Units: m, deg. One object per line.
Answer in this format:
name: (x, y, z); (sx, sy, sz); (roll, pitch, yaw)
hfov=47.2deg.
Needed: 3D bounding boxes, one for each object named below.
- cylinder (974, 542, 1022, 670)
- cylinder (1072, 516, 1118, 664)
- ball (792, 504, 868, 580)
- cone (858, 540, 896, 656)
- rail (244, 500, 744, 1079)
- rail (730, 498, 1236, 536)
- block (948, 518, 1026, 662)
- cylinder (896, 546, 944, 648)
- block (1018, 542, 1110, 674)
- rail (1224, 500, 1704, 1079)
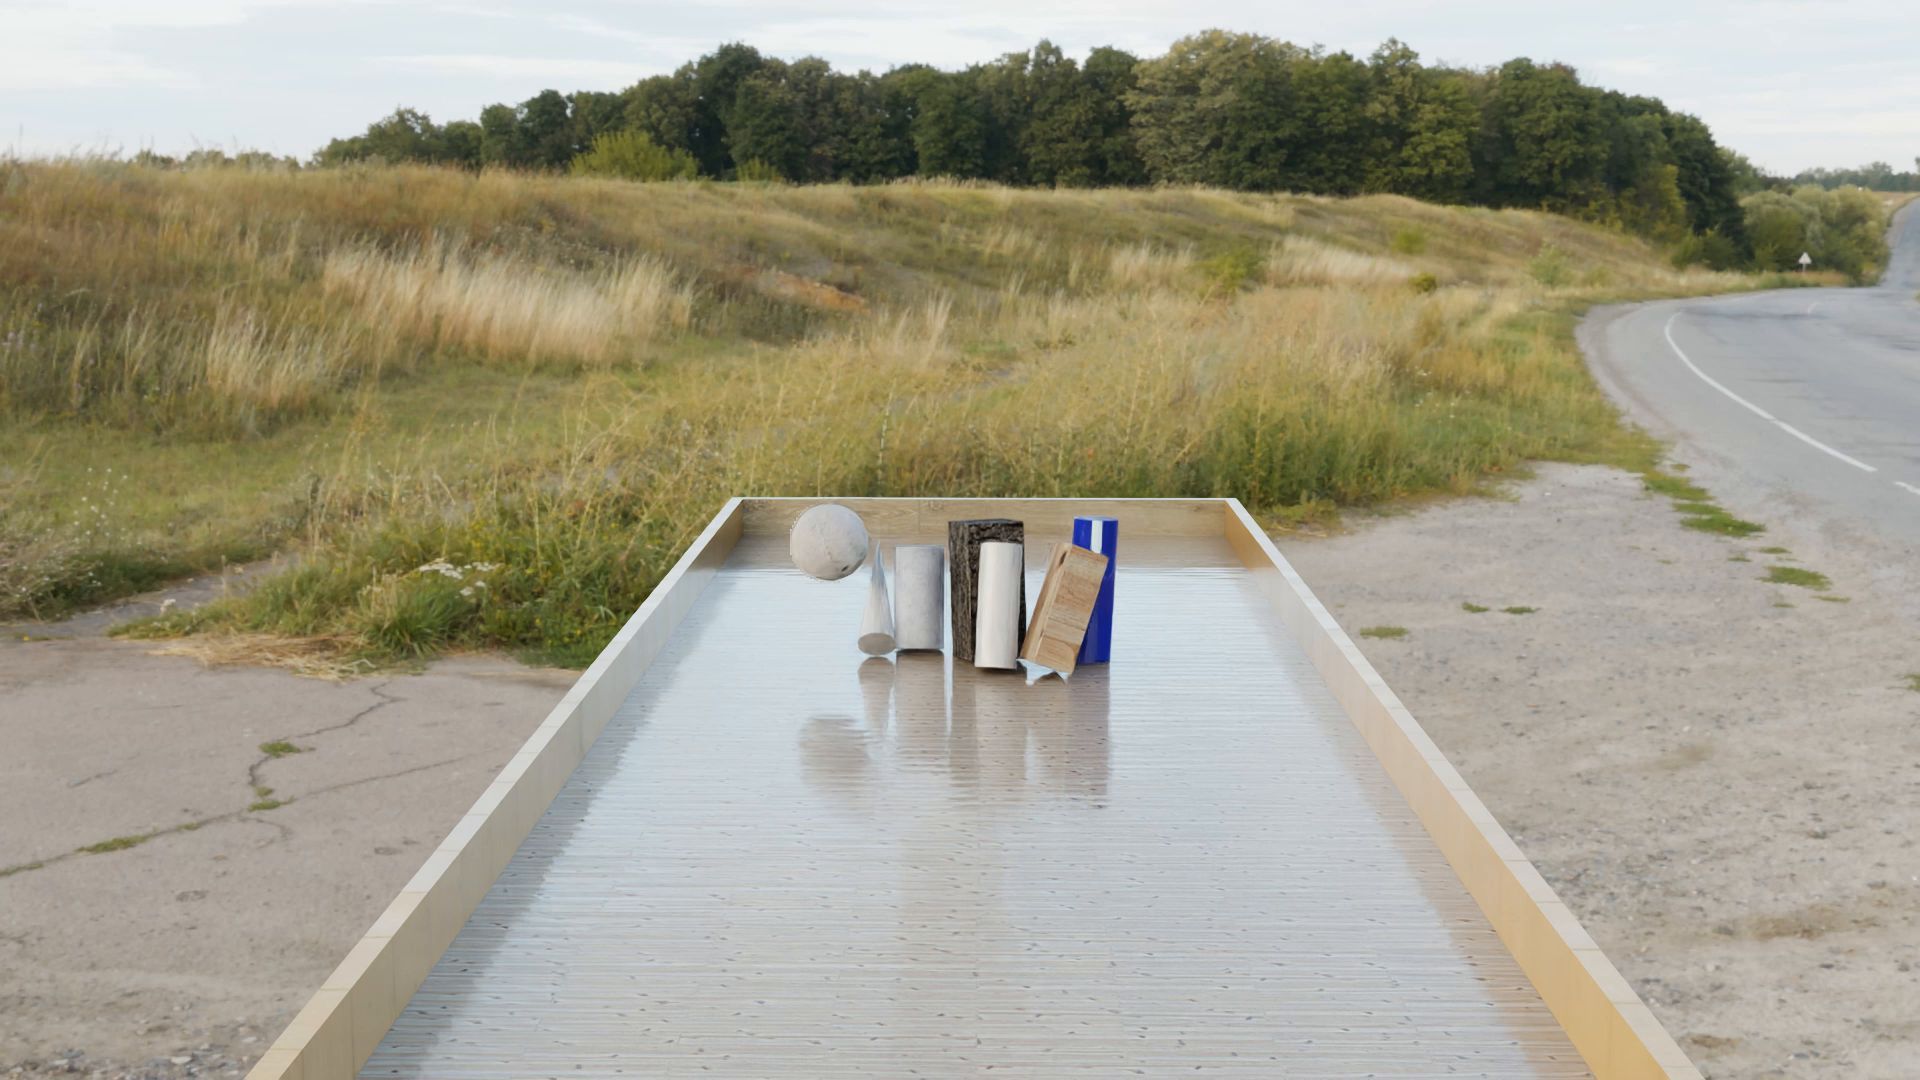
cylinder: (0.114, 0.197, 6.526); (0.126, 0.368, 0.126); (3, -6, 0)
cylinder: (0.400, 0.149, 6.661); (0.135, 0.431, 0.135); (3, 6, 0)
ball: (-0.404, 0.007, 6.840); (0.240, 0.240, 0.240); (0, 9, 0)
cone: (-0.256, 0.157, 6.852); (0.117, 0.117, 0.424); (0, 49, -1)
rail: (-1.004, 0.839, 3.234); (0.050, 0.150, 12.000); (0, 9, 1)
rail: (0.099, -0.098, 9.147); (2.100, 0.150, 0.050); (0, 9, 1)
block: (0.084, 0.149, 6.700); (0.178, 0.412, 0.178); (-3, 4, -20)
cylinder: (-0.124, 0.177, 6.823); (0.156, 0.313, 0.156); (0, -1, 0)
block: (0.306, 0.200, 6.487); (0.125, 0.363, 0.125); (20, -4, -20)
rail: (1.046, 0.843, 3.208); (0.050, 0.150, 12.000); (0, 9, 1)
